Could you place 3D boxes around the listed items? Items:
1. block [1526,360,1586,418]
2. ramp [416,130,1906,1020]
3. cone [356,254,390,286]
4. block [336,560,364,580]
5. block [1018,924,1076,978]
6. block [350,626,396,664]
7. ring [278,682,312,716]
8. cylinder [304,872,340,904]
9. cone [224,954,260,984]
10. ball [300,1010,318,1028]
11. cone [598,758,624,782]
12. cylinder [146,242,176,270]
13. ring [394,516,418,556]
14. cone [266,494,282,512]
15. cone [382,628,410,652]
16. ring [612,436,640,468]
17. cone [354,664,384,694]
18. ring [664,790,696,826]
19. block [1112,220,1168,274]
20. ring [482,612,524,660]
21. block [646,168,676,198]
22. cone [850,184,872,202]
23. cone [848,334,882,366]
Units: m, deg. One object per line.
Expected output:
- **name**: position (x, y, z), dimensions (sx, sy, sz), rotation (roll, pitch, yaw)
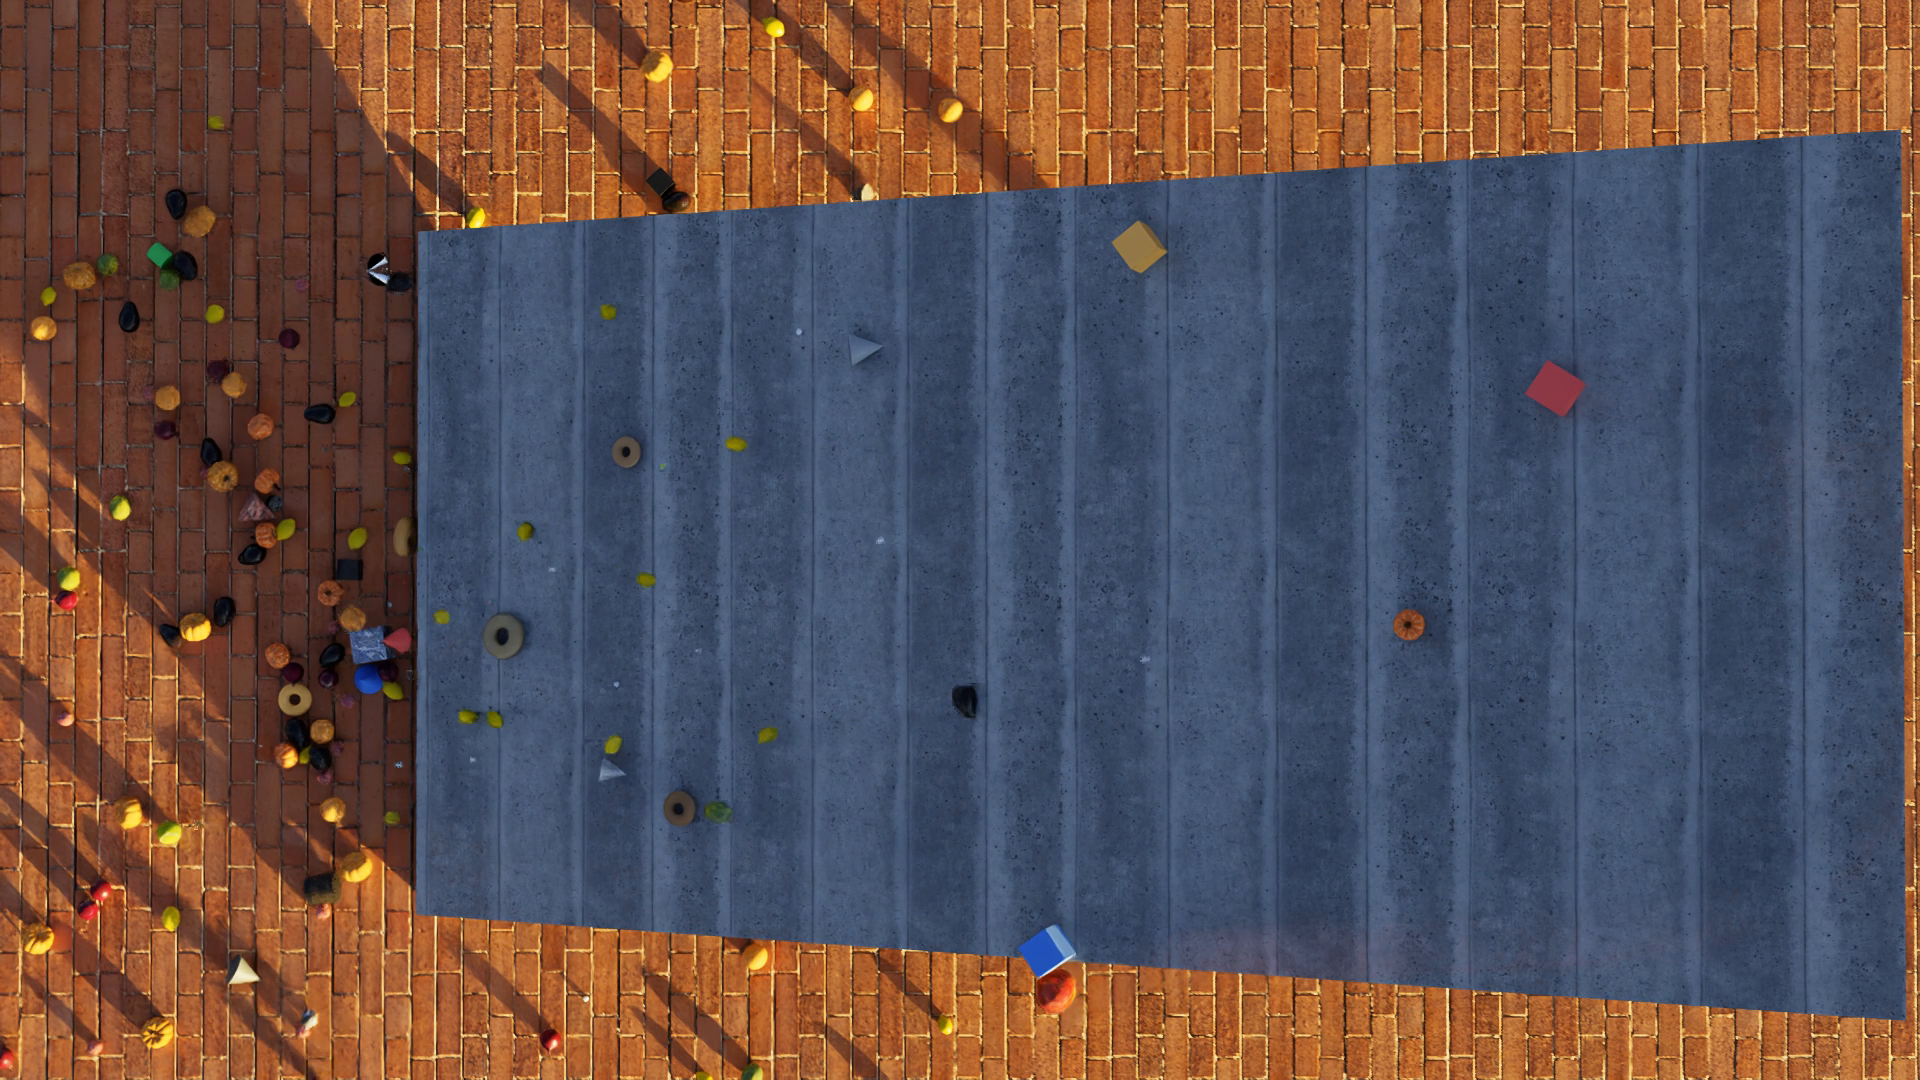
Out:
- **block**: position (1.403, -0.355, 5.178), dimensions (0.094, 0.094, 0.094), rotation (36, 102, 19)
- **ramp**: position (0.283, 0.086, 5.732), dimensions (4.000, 0.100, 2.000), rotation (0, 89, 22)
- **cone**: position (-1.760, -0.797, 6.519), dimensions (0.095, 0.095, 0.095), rotation (0, 89, 27)
- **block**: position (-1.803, 0.088, 6.500), dimensions (0.060, 0.060, 0.060), rotation (1, 89, 0)
- **block**: position (0.225, 1.053, 5.640), dimensions (0.091, 0.091, 0.091), rotation (-38, 76, 17)
- **block**: position (-1.731, 0.309, 6.478), dimensions (0.098, 0.098, 0.098), rotation (-9, 89, 0)
- **ring**: position (-1.968, 0.472, 6.508), dimensions (0.100, 0.033, 0.100), rotation (0, 90, 0)
- **cylinder**: position (-1.877, 1.026, 6.476), dimensions (0.083, 0.083, 0.083), rotation (-7, 89, 0)
- **cone**: position (-2.105, 1.285, 6.494), dimensions (0.093, 0.093, 0.093), rotation (30, 89, -26)
- **ball**: position (-1.919, 1.413, 6.487), dimensions (0.050, 0.050, 0.050), rotation (0, 89, 0)
- **cone**: position (-0.970, 0.650, 6.161), dimensions (0.072, 0.072, 0.072), rotation (11, 89, -5)
- **cylinder**: position (-2.366, -0.841, 6.513), dimensions (0.057, 0.057, 0.057), rotation (41, 89, 0)
- **ring**: position (-1.630, -0.011, 6.474), dimensions (0.039, 0.117, 0.117), rotation (6, 89, 9)
- **cone**: position (-2.037, -0.109, 6.507), dimensions (0.051, 0.051, 0.051), rotation (0, 89, 0)
- **cone**: position (-1.663, 0.294, 6.442), dimensions (0.075, 0.075, 0.075), rotation (-2, 88, 40)
- **ring**: position (-0.934, -0.246, 6.160), dimensions (0.088, 0.029, 0.088), rotation (0, 90, 21)
- **cone**: position (-1.753, 0.412, 6.480), dimensions (0.090, 0.090, 0.090), rotation (0, 89, 0)
- **ring**: position (-0.776, 0.743, 6.081), dimensions (0.098, 0.033, 0.098), rotation (-1, 88, 23)
- **block**: position (0.455, -0.742, 5.571), dimensions (0.087, 0.087, 0.087), rotation (-38, 76, 17)
- **ring**: position (-1.308, 0.275, 6.297), dimensions (0.134, 0.045, 0.134), rotation (-1, 88, 23)
- **block**: position (-0.884, -1.058, 6.514), dimensions (0.060, 0.060, 0.060), rotation (-43, 89, 0)
- **cone**: position (-0.304, -1.028, 6.529), dimensions (0.065, 0.065, 0.065), rotation (13, 89, 27)
- **cone**: position (-0.249, -0.514, 5.879), dimensions (0.092, 0.092, 0.092), rotation (-7, 89, -5)
